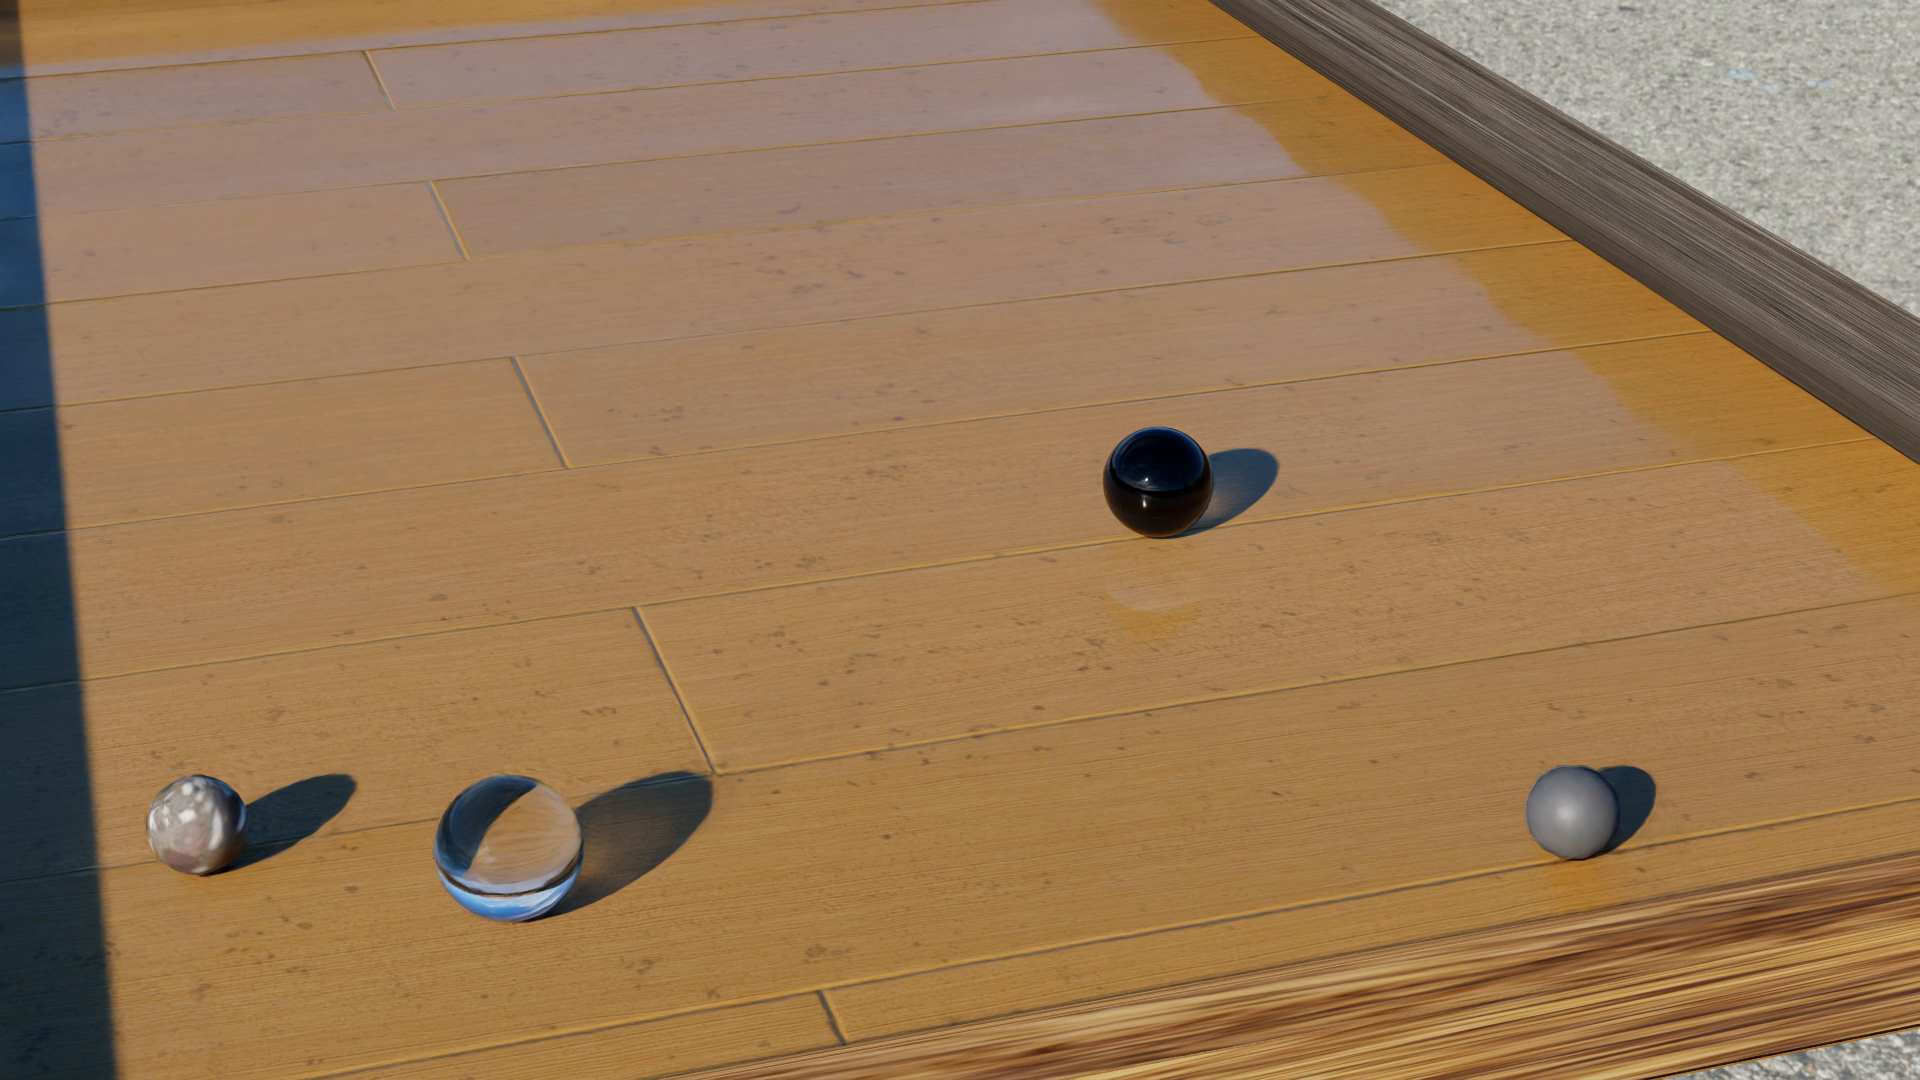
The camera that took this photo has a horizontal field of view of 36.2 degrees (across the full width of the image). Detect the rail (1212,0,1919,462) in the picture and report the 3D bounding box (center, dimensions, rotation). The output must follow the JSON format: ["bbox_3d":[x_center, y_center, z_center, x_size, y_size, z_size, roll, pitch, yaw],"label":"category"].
[{"bbox_3d":[0.512,-0.387,2.847,0.045,0.109,2.714,-8,26,-16],"label":"rail"}]

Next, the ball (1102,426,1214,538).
[{"bbox_3d":[0.144,-0.042,2.142,0.081,0.081,0.081,0,25,0],"label":"ball"}]

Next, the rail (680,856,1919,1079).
[{"bbox_3d":[0.196,0.244,1.490,1.547,0.109,0.045,-8,26,-16],"label":"rail"}]

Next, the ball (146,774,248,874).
[{"bbox_3d":[-0.446,0.167,1.720,0.058,0.058,0.058,0,25,0],"label":"ball"}]

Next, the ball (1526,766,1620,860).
[{"bbox_3d":[0.362,0.161,1.736,0.055,0.055,0.055,0,25,0],"label":"ball"}]

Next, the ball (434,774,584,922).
[{"bbox_3d":[-0.256,0.175,1.671,0.084,0.084,0.084,0,25,0],"label":"ball"}]
